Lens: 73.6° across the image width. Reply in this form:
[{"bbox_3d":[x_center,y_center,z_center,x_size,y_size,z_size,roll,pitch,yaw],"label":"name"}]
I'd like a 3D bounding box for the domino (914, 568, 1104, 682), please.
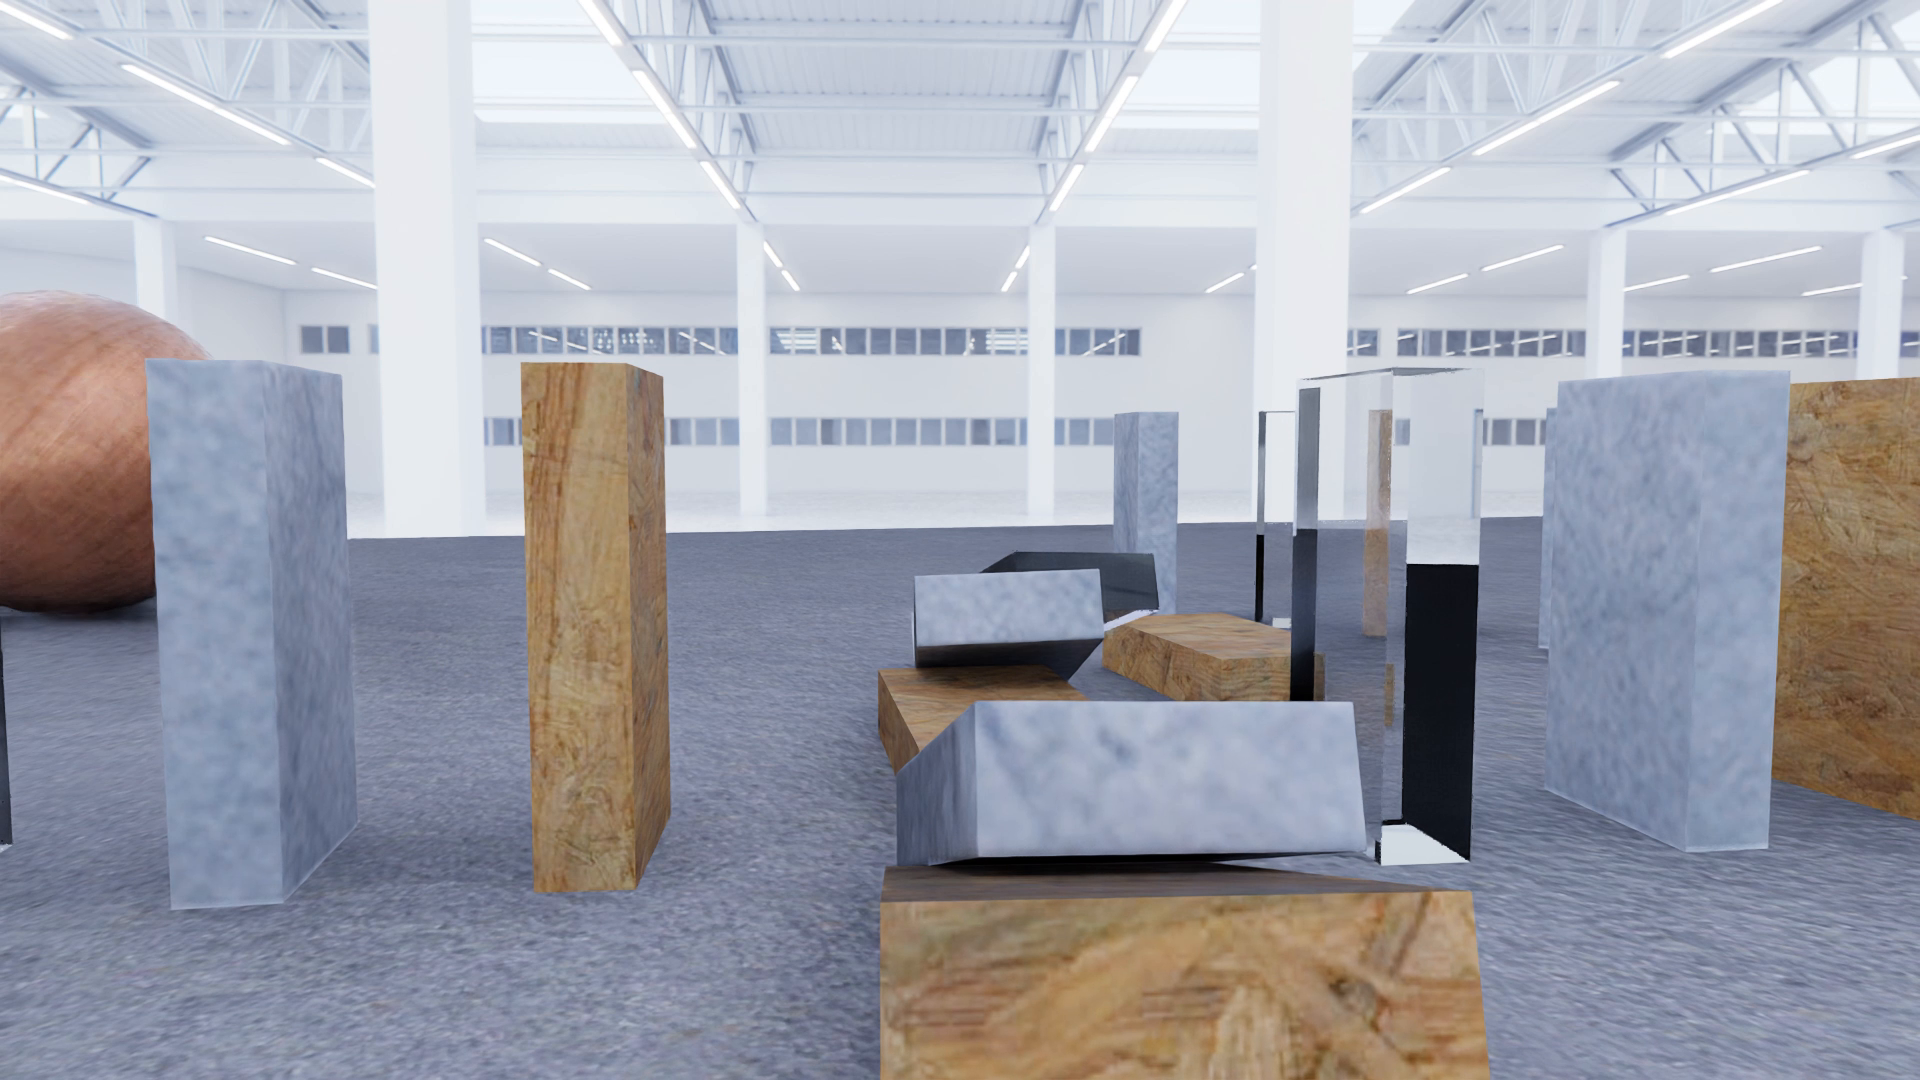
[{"bbox_3d":[0.006,0.015,0.196,0.025,0.010,0.050,-2,-14,-3],"label":"domino"}]

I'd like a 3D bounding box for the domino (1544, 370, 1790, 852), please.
[{"bbox_3d":[0.079,0.007,0.145,0.010,0.050,0.025,-1,4,-8],"label":"domino"}]

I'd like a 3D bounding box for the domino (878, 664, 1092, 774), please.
[{"bbox_3d":[0.004,0.025,0.166,0.025,0.010,0.050,-1,4,-9],"label":"domino"}]

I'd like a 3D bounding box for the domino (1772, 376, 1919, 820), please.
[{"bbox_3d":[0.111,0.006,0.151,0.009,0.050,0.025,-1,4,-14],"label":"domino"}]

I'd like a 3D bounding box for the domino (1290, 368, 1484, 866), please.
[{"bbox_3d":[0.046,0.007,0.141,0.010,0.050,0.025,-1,4,-7],"label":"domino"}]

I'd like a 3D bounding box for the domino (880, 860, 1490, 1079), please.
[{"bbox_3d":[0.008,0.025,0.077,0.025,0.010,0.050,0,-13,-3],"label":"domino"}]

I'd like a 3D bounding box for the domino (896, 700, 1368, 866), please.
[{"bbox_3d":[0.010,0.022,0.105,0.025,0.010,0.050,1,-15,-8],"label":"domino"}]

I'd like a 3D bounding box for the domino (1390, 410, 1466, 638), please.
[{"bbox_3d":[0.107,-0.004,0.293,0.009,0.050,0.025,3,5,33],"label":"domino"}]

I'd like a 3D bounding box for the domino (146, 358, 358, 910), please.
[{"bbox_3d":[-0.070,0.008,0.129,0.009,0.050,0.025,-1,4,-11],"label":"domino"}]

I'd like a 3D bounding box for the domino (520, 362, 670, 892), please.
[{"bbox_3d":[-0.037,0.008,0.133,0.009,0.050,0.025,0,4,-5],"label":"domino"}]

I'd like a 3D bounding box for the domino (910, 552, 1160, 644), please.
[{"bbox_3d":[0.012,0.013,0.228,0.025,0.010,0.050,1,-14,-22],"label":"domino"}]

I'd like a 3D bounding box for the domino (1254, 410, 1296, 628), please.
[{"bbox_3d":[0.077,-0.006,0.308,0.010,0.050,0.025,2,5,19],"label":"domino"}]

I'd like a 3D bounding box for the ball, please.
[{"bbox_3d":[-0.221,-0.021,0.319,0.080,0.080,0.080,0,4,0],"label":"ball"}]

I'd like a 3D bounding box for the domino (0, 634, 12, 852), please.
[{"bbox_3d":[-0.102,0.008,0.121,0.010,0.050,0.025,-1,4,-15],"label":"domino"}]

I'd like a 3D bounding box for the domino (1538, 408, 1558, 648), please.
[{"bbox_3d":[0.133,-0.003,0.272,0.010,0.050,0.025,4,6,43],"label":"domino"}]

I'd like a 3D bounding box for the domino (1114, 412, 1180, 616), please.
[{"bbox_3d":[0.045,-0.006,0.313,0.010,0.050,0.025,0,4,-6],"label":"domino"}]

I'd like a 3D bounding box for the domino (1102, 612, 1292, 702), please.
[{"bbox_3d":[0.046,0.021,0.224,0.025,0.009,0.050,-1,4,-15],"label":"domino"}]
